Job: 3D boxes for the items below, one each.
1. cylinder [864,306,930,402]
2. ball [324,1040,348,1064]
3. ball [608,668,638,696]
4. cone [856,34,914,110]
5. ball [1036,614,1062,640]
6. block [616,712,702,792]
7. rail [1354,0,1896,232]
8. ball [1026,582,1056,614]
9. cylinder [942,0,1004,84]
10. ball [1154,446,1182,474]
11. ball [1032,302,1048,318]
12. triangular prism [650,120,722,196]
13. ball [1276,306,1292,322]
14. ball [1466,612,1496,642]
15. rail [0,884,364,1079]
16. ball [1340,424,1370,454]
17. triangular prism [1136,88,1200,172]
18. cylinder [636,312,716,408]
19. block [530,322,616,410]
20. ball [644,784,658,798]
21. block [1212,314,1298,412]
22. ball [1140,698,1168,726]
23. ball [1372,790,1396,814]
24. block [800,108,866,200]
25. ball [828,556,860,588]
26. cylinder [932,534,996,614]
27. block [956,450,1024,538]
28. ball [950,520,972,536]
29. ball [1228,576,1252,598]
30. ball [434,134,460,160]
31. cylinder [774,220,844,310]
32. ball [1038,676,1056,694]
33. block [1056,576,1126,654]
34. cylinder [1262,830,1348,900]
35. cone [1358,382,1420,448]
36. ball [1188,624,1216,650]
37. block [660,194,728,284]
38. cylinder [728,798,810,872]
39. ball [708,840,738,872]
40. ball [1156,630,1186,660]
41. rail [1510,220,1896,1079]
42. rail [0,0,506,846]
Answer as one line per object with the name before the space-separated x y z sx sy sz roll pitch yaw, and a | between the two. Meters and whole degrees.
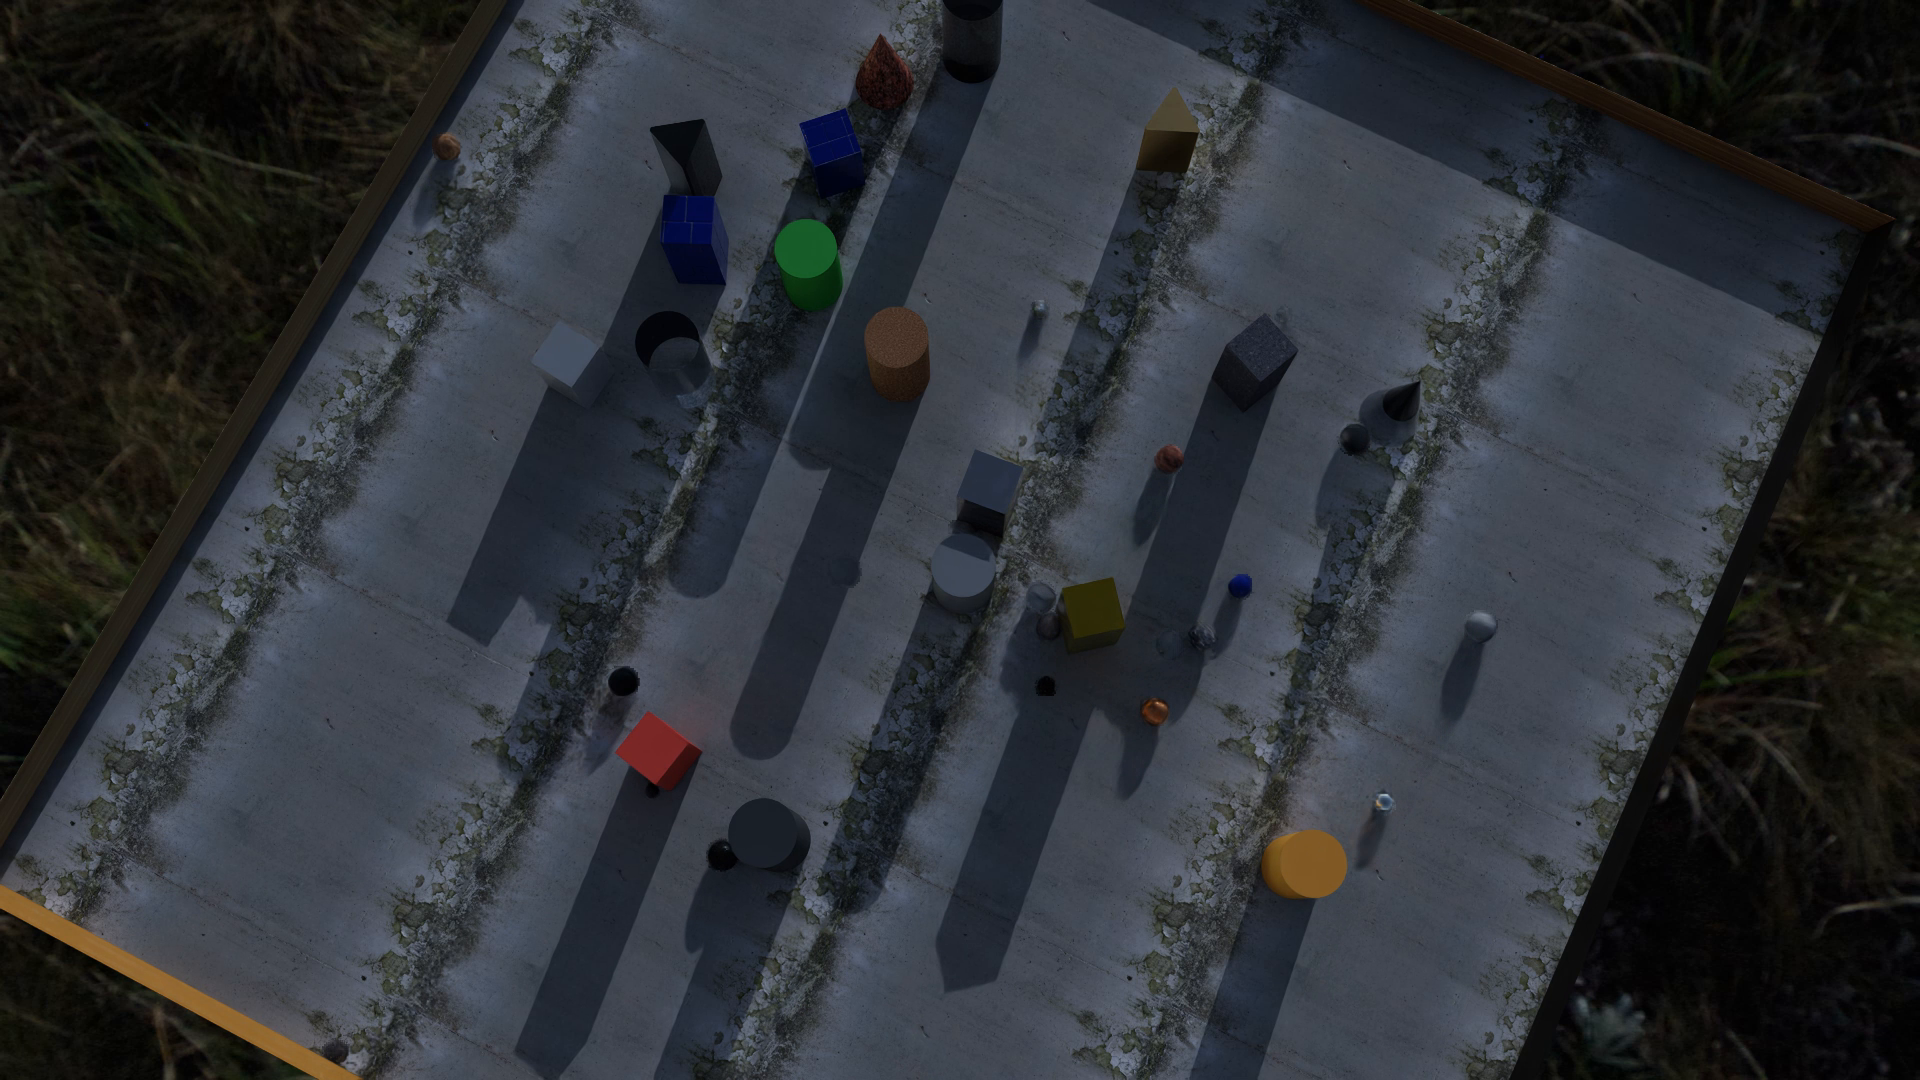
cylinder | -0.187 -0.557 5.546 0.188 0.364 0.188 0 78 0
ball | -1.796 1.476 5.277 0.066 0.066 0.066 0 78 0
ball | -1.009 0.425 5.484 0.086 0.086 0.086 0 78 0
cone | -0.243 -1.512 5.756 0.188 0.339 0.188 0 78 0
ball | 0.268 0.262 5.519 0.079 0.079 0.079 0 78 0
block | -0.877 0.619 5.347 0.150 0.277 0.150 37 81 7
rail | 0.977 -1.908 5.948 4.302 0.122 0.045 26 80 5
ball | 0.244 0.175 5.533 0.092 0.092 0.092 0 78 0
cylinder | 0.038 -1.610 5.734 0.188 0.422 0.188 0 78 0
ball | 0.639 -0.245 5.625 0.083 0.083 0.083 0 78 0
ball | 0.250 -0.720 5.739 0.052 0.052 0.052 0 78 0
triangular prism | -0.815 -1.164 5.645 0.141 0.415 0.163 -40 81 -7
ball | 1.014 -0.708 5.738 0.048 0.048 0.048 0 78 0
ball | 1.567 0.263 5.516 0.090 0.090 0.090 0 78 0
rail | -0.977 1.921 5.156 4.302 0.122 0.045 26 80 5
ball | 1.213 -0.311 5.634 0.092 0.092 0.092 0 78 0
triangular prism | 0.650 -1.282 5.724 0.163 0.308 0.141 4 78 1
cylinder | -0.854 -0.539 5.531 0.188 0.386 0.188 0 78 0
block | -1.181 -0.530 5.601 0.150 0.245 0.150 31 80 6
ball | -0.916 0.745 5.441 0.041 0.041 0.041 0 78 0
block | 0.890 -0.533 5.555 0.150 0.337 0.150 -39 81 -7
ball | 0.579 0.511 5.467 0.085 0.085 0.085 0 78 0
ball | 1.255 0.775 5.423 0.065 0.065 0.065 0 78 0
block | -0.398 -1.206 5.734 0.150 0.257 0.150 -19 79 -4
ball | -0.351 0.096 5.549 0.094 0.094 0.094 0 78 0
cylinder | 0.010 0.103 5.446 0.188 0.293 0.188 0 78 0
block | 0.087 -0.135 5.472 0.150 0.337 0.150 21 79 4
ball | 0.004 -0.023 5.585 0.071 0.071 0.071 0 78 0
ball | 0.848 0.141 5.552 0.069 0.069 0.069 0 78 0
ball | -1.631 -1.249 5.832 0.083 0.083 0.083 0 78 0
cylinder | -0.462 -0.843 5.637 0.188 0.301 0.188 0 78 0
ball | 0.258 0.437 5.498 0.054 0.054 0.054 0 78 0
block | 0.383 0.227 5.403 0.150 0.326 0.150 -12 79 -3
cylinder | 0.984 0.933 5.258 0.188 0.324 0.188 0 78 0
cone | 1.333 -0.420 5.499 0.188 0.401 0.188 0 78 0
ball | 0.728 0.291 5.515 0.081 0.081 0.081 0 78 0
block | -0.811 -0.917 5.624 0.150 0.356 0.150 2 78 0
cylinder | -0.536 0.843 5.206 0.188 0.463 0.188 0 78 0
ball | -0.696 0.927 5.379 0.089 0.089 0.089 0 78 0
ball | 0.632 0.315 5.507 0.088 0.088 0.088 0 78 0
rail | 1.903 0.938 5.359 0.045 0.122 4.418 26 80 5
rail | -1.903 -0.925 5.744 0.045 0.122 4.418 26 80 5
